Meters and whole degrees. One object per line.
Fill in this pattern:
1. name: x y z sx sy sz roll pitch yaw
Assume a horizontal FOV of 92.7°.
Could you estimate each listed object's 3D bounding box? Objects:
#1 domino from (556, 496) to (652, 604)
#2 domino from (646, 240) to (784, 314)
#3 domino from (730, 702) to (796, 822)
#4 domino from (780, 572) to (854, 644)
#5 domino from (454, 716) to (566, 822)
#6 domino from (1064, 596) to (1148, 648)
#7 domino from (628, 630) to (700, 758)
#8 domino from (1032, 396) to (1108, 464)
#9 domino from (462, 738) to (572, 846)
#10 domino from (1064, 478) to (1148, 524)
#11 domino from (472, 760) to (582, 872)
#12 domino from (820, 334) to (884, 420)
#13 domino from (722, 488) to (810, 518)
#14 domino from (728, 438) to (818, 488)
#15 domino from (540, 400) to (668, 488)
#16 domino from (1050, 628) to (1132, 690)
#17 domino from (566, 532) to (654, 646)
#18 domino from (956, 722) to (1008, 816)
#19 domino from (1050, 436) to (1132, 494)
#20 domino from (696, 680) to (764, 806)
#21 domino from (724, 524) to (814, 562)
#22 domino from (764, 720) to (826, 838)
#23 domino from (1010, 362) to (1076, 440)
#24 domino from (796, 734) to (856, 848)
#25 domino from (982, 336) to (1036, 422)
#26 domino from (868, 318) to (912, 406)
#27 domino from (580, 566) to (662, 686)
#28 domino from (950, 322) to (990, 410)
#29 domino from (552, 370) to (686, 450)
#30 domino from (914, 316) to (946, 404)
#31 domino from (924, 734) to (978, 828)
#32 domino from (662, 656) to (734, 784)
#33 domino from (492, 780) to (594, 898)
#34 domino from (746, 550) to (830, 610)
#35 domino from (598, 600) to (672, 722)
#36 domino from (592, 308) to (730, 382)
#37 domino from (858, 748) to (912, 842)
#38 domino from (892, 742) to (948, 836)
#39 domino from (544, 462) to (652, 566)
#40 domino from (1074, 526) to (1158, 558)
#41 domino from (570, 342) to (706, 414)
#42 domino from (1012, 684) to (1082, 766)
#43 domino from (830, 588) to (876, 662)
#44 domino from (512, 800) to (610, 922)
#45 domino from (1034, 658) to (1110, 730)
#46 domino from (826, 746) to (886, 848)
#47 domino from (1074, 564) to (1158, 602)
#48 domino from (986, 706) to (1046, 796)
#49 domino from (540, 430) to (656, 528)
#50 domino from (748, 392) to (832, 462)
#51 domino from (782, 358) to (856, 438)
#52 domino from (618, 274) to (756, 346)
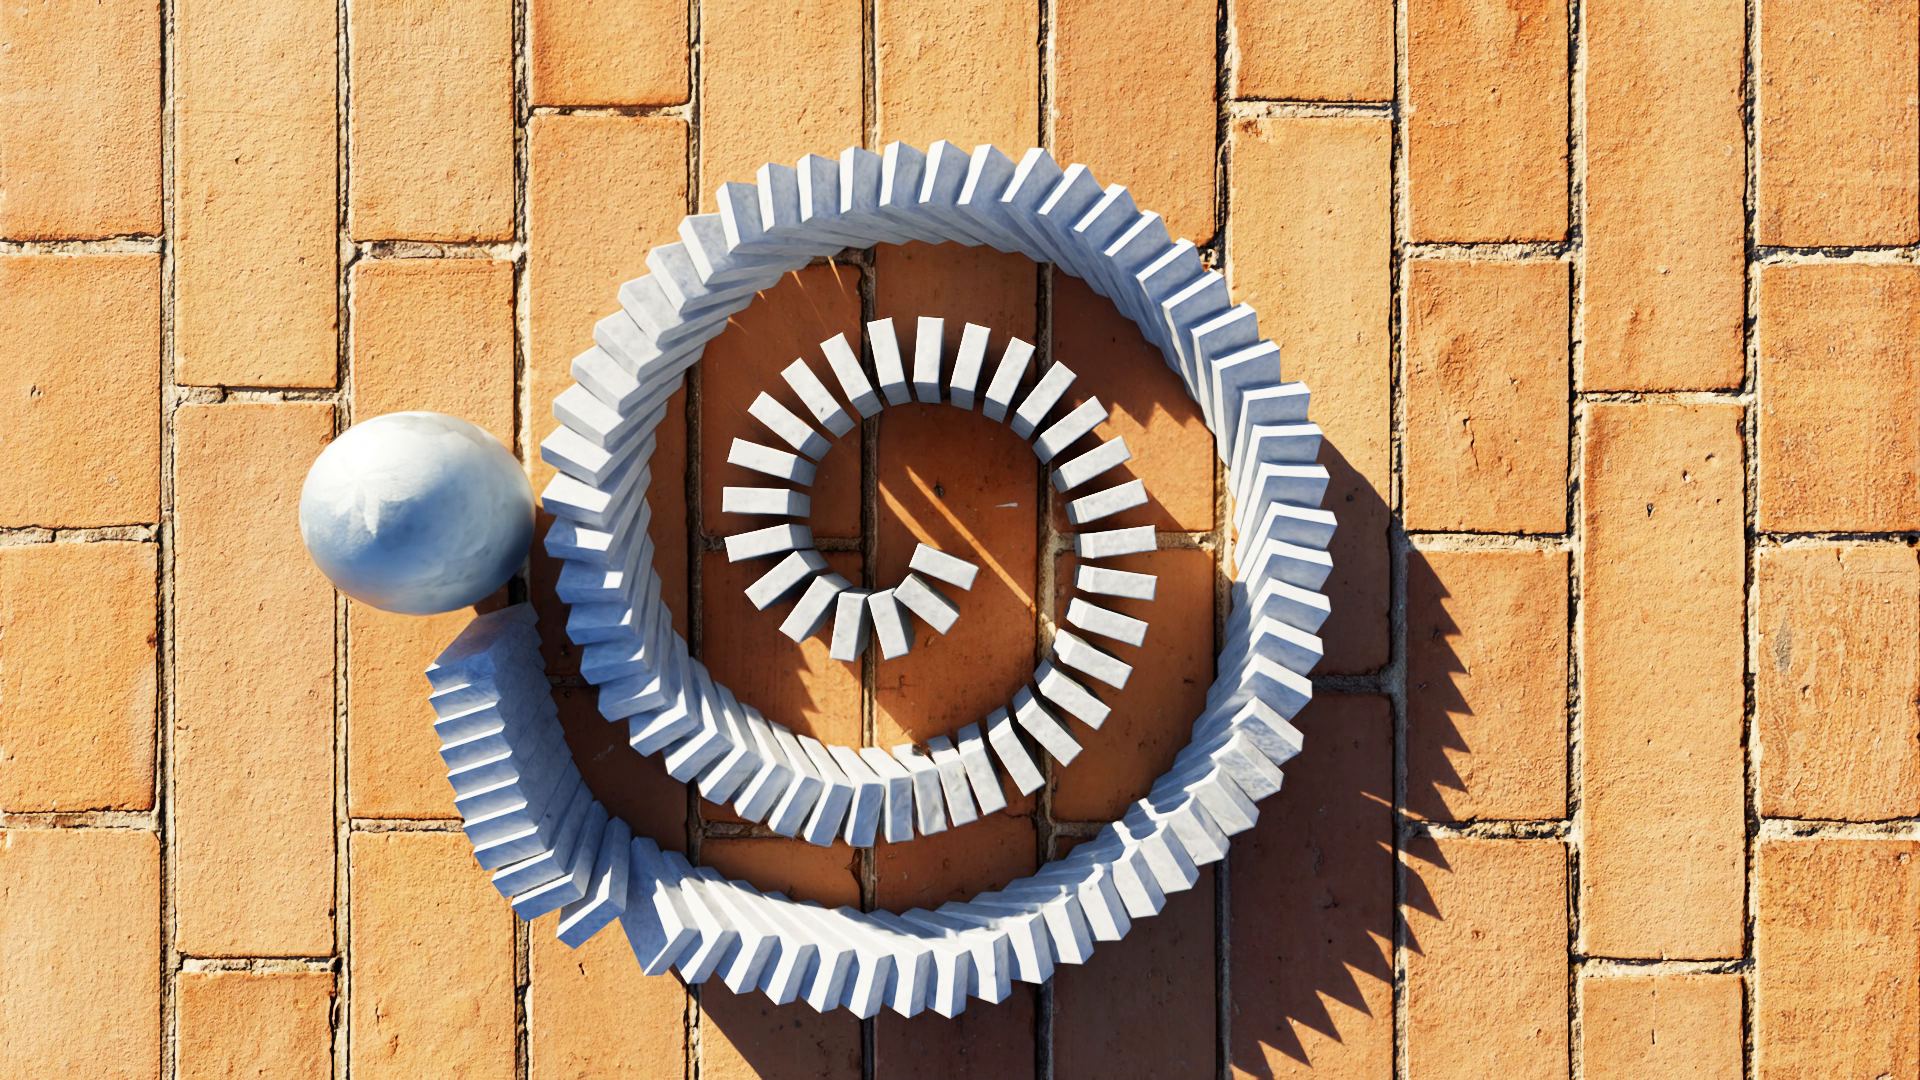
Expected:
1. domino: -0.147 0.003 0.380 0.025 0.010 0.050 -1 48 0
2. domino: -0.101 -0.113 0.380 0.050 0.010 0.025 -32 90 -40
3. domino: -0.087 0.090 0.377 0.010 0.050 0.025 35 90 -36
4. domino: -0.058 0.027 0.375 0.009 0.050 0.025 36 90 0
5. domino: -0.183 0.092 0.375 0.025 0.050 0.009 -18 111 0
6. domino: 0.059 0.033 0.375 0.025 0.050 0.009 18 90 0
7. domino: -0.124 0.062 0.378 0.025 0.050 0.010 -29 133 0
8. domino: 0.044 -0.044 0.375 0.025 0.050 0.009 -36 90 0
9. domino: -0.180 0.102 0.375 0.025 0.050 0.010 -18 111 0
10. domino: 0.059 -0.015 0.375 0.025 0.050 0.009 -18 90 0
11. domino: -0.176 0.111 0.375 0.025 0.050 0.009 -18 111 0
12. domino: -0.043 -0.066 0.375 0.009 0.050 0.025 -28 90 0
13. domino: -0.078 -0.015 0.375 0.025 0.050 0.009 2 90 0
14. domino: -0.075 -0.031 0.375 0.025 0.050 0.009 16 90 0
15. domino: -0.147 -0.046 0.380 0.025 0.010 0.050 27 50 0
16. domino: 0.053 0.048 0.375 0.025 0.050 0.010 25 90 0
17. domino: -0.144 0.019 0.380 0.025 0.010 0.050 -7 47 0
18. domino: 0.008 0.092 0.375 0.009 0.050 0.025 -22 90 -2
19. domino: 0.053 -0.030 0.375 0.025 0.050 0.009 -27 90 0
20. domino: -0.100 0.082 0.378 0.025 0.050 0.010 -48 129 0
21. domino: -0.077 0.001 0.375 0.025 0.050 0.009 -12 90 0
22. domino: -0.074 0.097 0.376 0.010 0.050 0.025 30 90 -32
23. domino: 0.033 -0.056 0.375 0.010 0.050 0.025 39 90 0
24. domino: -0.060 0.102 0.376 0.010 0.050 0.025 23 90 -28
25. domino: 0.019 -0.064 0.375 0.009 0.050 0.025 25 90 0
26. domino: -0.028 -0.072 0.375 0.009 0.050 0.025 -12 90 0
27. domino: -0.140 0.035 0.379 0.025 0.009 0.050 -12 46 0
28. domino: 0.004 -0.070 0.375 0.010 0.050 0.025 15 90 0
29. domino: -0.141 -0.061 0.380 0.025 0.009 0.050 34 50 0
30. domino: -0.012 -0.072 0.375 0.009 0.050 0.025 5 90 0
31. domino: -0.004 0.097 0.375 0.009 0.050 0.025 -16 90 -8
32. domino: -0.112 0.073 0.378 0.025 0.050 0.010 -41 131 0
33. domino: -0.169 0.121 0.375 0.025 0.050 0.010 -23 111 0
34. domino: -0.070 0.016 0.375 0.025 0.050 0.010 -38 90 0
35. domino: -0.134 0.049 0.379 0.025 0.050 0.010 -17 134 0
36. domino: -0.123 -0.088 0.380 0.025 0.010 0.050 44 50 0
37. domino: -0.031 0.103 0.375 0.009 0.050 0.025 -1 90 -19
38. domino: -0.017 0.101 0.375 0.009 0.050 0.025 -9 90 -14
39. domino: -0.149 -0.013 0.380 0.025 0.009 0.050 8 49 0
40. domino: 0.063 0.001 0.375 0.025 0.050 0.009 -7 90 0
41. domino: -0.133 -0.075 0.380 0.025 0.010 0.050 40 50 0
42. domino: 0.035 0.075 0.375 0.025 0.050 0.010 44 90 0
43. domino: -0.043 0.034 0.375 0.009 0.050 0.025 9 90 0
44. domino: -0.162 0.130 0.375 0.025 0.050 0.010 -23 113 0
45. domino: 0.045 0.062 0.375 0.025 0.050 0.010 33 90 0
46. domino: -0.045 0.104 0.375 0.010 0.050 0.025 11 90 -24
47. domino: 0.062 0.017 0.375 0.025 0.050 0.009 8 90 0
48. domino: 0.022 0.085 0.375 0.009 0.050 0.025 -32 90 0
49. domino: -0.149 -0.029 0.380 0.025 0.009 0.050 15 49 0
50. domino: -0.068 -0.045 0.375 0.025 0.050 0.010 38 90 0
51. domino: -0.057 -0.057 0.375 0.009 0.050 0.025 -39 90 0
52. domino: -0.113 -0.101 0.380 0.025 0.010 0.050 51 51 0
